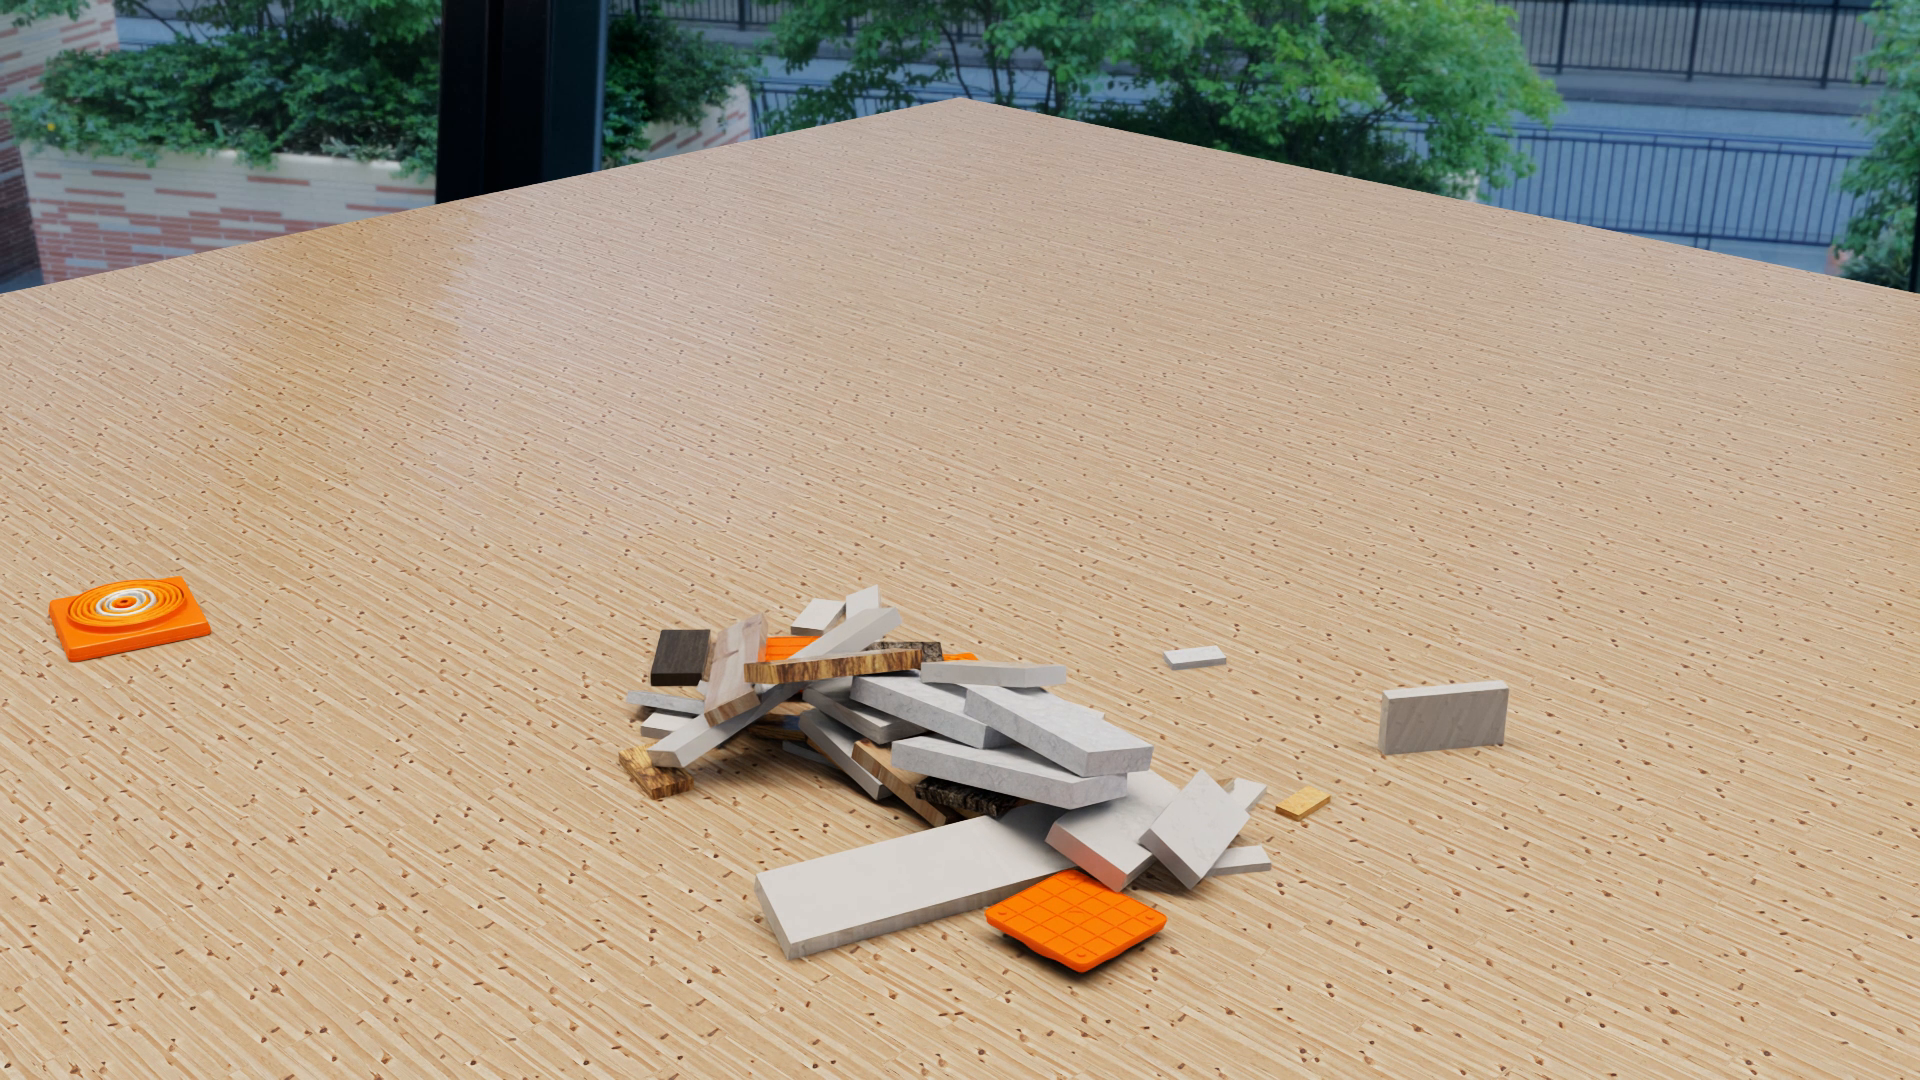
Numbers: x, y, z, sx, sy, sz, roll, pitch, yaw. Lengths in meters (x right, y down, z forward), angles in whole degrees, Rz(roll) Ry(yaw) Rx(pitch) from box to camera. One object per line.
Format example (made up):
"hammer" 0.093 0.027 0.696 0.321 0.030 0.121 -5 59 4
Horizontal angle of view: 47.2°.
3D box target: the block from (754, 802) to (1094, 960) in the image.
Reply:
"block" -0.035 0.627 4.153 0.690 0.048 0.171 -11 45 -24

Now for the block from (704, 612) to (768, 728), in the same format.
"block" -0.488 0.276 4.839 0.116 0.033 0.689 -25 12 2

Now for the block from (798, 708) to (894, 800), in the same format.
"block" -0.201 0.434 4.596 0.138 0.039 0.276 -13 38 -39

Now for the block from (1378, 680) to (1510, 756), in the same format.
"block" 1.032 0.379 4.694 0.270 0.135 0.038 -4 23 -10

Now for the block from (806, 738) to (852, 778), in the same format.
"block" -0.240 0.446 4.622 0.155 0.022 0.077 33 35 32

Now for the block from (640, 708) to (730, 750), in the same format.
"block" -0.587 0.407 4.767 0.185 0.026 0.093 7 24 17

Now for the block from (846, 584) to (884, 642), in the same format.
"block" -0.222 0.241 5.127 0.083 0.023 0.554 -21 23 6

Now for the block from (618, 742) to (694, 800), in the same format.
"block" -0.635 0.481 4.593 0.093 0.026 0.185 -12 26 -27

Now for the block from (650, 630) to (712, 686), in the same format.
"block" -0.644 0.271 5.080 0.116 0.033 0.231 0 23 -1

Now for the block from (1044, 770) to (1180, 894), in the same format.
"block" 0.324 0.550 4.254 0.171 0.048 0.342 34 30 19

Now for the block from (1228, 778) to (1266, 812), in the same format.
"block" 0.570 0.529 4.490 0.066 0.019 0.131 13 26 28

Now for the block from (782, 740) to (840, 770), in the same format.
"block" -0.293 0.444 4.687 0.155 0.022 0.077 15 27 32

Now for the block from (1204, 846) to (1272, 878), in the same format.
"block" 0.531 0.623 4.268 0.131 0.019 0.066 -4 23 -10

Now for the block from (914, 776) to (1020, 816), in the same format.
"block" 0.019 0.492 4.320 0.196 0.028 0.098 8 24 36

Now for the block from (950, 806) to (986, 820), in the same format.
"block" 0.065 0.537 4.384 0.196 0.028 0.098 31 34 21

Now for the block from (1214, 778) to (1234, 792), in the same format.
"block" 0.511 0.520 4.485 0.057 0.016 0.113 -15 11 36

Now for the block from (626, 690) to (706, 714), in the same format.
"block" -0.629 0.358 4.834 0.185 0.026 0.093 7 -2 17

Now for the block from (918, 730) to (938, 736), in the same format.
"block" -0.008 0.394 4.744 0.274 0.039 0.137 18 28 21

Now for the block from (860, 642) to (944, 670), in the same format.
"block" -0.156 0.267 4.955 0.231 0.033 0.116 0 21 -5

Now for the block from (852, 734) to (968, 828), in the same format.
"block" -0.077 0.483 4.481 0.138 0.039 0.276 -17 42 -43

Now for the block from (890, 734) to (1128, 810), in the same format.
"block" 0.092 0.447 4.300 0.448 0.050 0.178 8 8 39

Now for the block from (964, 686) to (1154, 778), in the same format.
"block" 0.190 0.370 4.311 0.178 0.050 0.356 0 17 -41

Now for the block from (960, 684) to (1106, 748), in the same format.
"block" 0.119 0.376 4.709 0.342 0.048 0.171 17 28 20

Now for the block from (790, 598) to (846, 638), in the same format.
"block" -0.340 0.188 5.287 0.083 0.023 0.166 6 24 15

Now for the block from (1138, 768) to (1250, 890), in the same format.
"block" 0.456 0.557 4.257 0.135 0.038 0.270 44 34 6

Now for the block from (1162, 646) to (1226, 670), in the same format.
"block" 0.543 0.273 5.093 0.131 0.019 0.066 -6 24 -13

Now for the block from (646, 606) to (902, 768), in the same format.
"block" -0.388 0.308 4.675 0.608 0.039 0.137 -33 14 -30

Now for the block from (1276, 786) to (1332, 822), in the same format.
"block" 0.699 0.537 4.476 0.057 0.016 0.113 20 30 39

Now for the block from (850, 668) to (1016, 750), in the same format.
"block" -0.033 0.341 4.508 0.356 0.050 0.178 18 14 37

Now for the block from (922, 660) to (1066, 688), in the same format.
"block" 0.068 0.274 4.525 0.274 0.039 0.137 0 0 39

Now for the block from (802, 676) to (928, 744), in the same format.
"block" -0.195 0.349 4.625 0.138 0.039 0.276 -12 24 -37

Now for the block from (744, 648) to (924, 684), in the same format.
"block" -0.262 0.262 4.577 0.348 0.038 0.135 -5 1 -28

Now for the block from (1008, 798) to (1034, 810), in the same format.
"block" 0.134 0.522 4.388 0.196 0.028 0.098 37 37 28

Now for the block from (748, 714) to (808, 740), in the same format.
"block" -0.371 0.403 4.740 0.155 0.022 0.077 1 19 36

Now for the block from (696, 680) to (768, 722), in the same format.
"block" -0.502 0.357 4.840 0.083 0.023 0.166 20 5 -42
